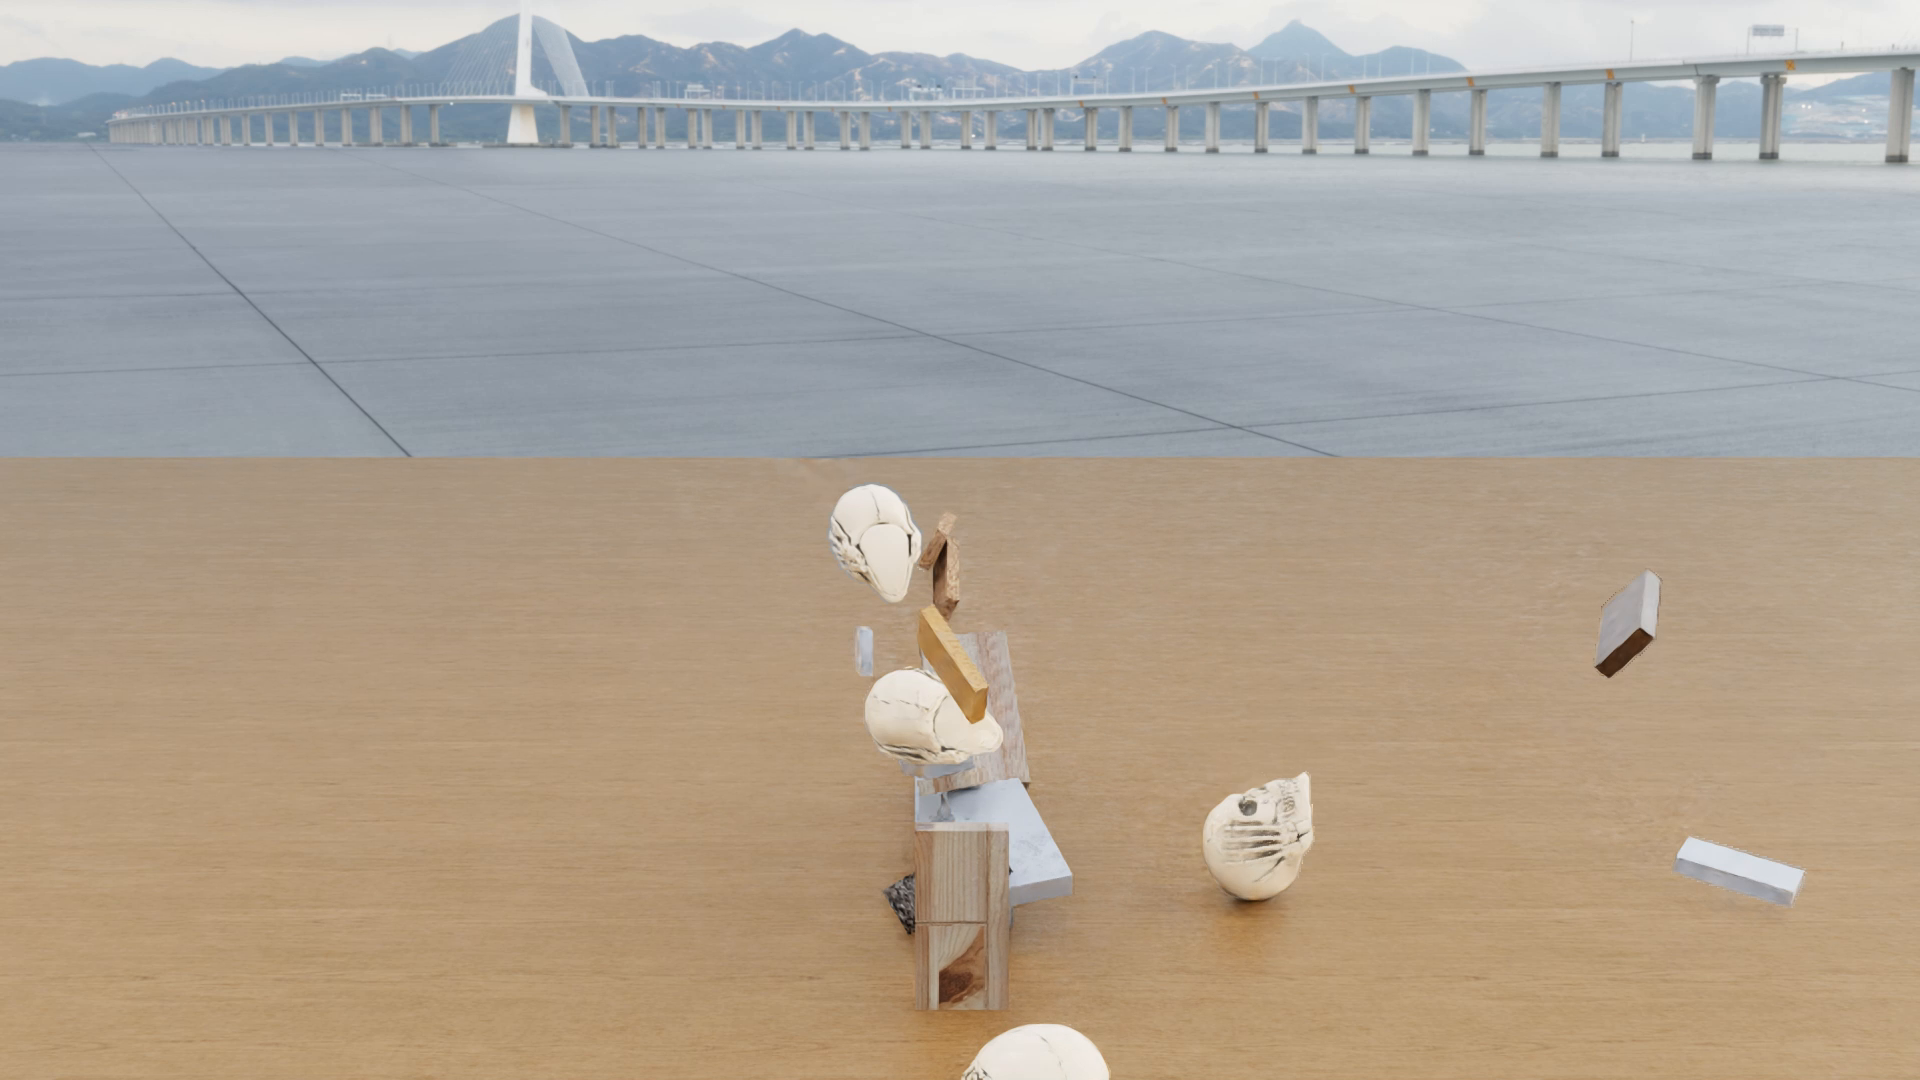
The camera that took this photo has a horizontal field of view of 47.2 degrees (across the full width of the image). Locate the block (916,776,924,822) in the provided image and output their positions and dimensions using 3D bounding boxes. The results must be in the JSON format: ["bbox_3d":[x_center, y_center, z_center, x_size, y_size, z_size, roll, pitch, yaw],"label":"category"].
[{"bbox_3d":[0.000,0.476,3.840,0.156,0.044,0.312,0,24,-1],"label":"block"}]

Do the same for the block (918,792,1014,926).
[{"bbox_3d":[0.008,0.521,3.639,0.156,0.044,0.312,0,30,0],"label":"block"}]

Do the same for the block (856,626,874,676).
[{"bbox_3d":[-0.170,0.195,3.886,0.022,0.078,0.157,-1,0,-6],"label":"block"}]

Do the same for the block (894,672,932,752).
[{"bbox_3d":[-0.026,0.337,4.210,0.142,0.040,0.284,-6,26,-14],"label":"block"}]

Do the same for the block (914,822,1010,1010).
[{"bbox_3d":[0.003,0.544,3.177,0.135,0.270,0.038,0,11,0],"label":"block"}]

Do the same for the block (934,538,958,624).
[{"bbox_3d":[-0.025,0.078,3.986,0.022,0.078,0.157,14,43,-13],"label":"block"}]

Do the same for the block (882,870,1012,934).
[{"bbox_3d":[-0.020,0.532,3.424,0.186,0.026,0.093,-30,31,-8],"label":"block"}]

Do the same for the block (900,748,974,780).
[{"bbox_3d":[-0.040,0.379,3.731,0.088,0.025,0.175,-10,1,-14],"label":"block"}]

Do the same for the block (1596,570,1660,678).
[{"bbox_3d":[0.985,0.122,3.240,0.026,0.093,0.186,38,32,-2],"label":"block"}]

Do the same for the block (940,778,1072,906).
[{"bbox_3d":[0.072,0.486,3.539,0.135,0.038,0.270,-9,31,-15],"label":"block"}]

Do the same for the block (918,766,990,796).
[{"bbox_3d":[-0.009,0.399,3.634,0.088,0.025,0.175,-12,-5,9],"label":"block"}]

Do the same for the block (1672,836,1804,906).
[{"bbox_3d":[1.264,0.538,3.571,0.186,0.026,0.093,15,21,27],"label":"block"}]

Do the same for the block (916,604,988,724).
[{"bbox_3d":[-0.012,0.194,3.437,0.025,0.088,0.175,-21,56,-21],"label":"block"}]

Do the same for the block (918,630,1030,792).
[{"bbox_3d":[0.024,0.310,3.911,0.156,0.044,0.312,-4,55,-7],"label":"block"}]

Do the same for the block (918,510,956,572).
[{"bbox_3d":[-0.041,0.001,4.056,0.022,0.078,0.157,27,14,-1],"label":"block"}]

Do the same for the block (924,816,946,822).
[{"bbox_3d":[0.006,0.540,3.523,0.135,0.038,0.270,0,30,1],"label":"block"}]
